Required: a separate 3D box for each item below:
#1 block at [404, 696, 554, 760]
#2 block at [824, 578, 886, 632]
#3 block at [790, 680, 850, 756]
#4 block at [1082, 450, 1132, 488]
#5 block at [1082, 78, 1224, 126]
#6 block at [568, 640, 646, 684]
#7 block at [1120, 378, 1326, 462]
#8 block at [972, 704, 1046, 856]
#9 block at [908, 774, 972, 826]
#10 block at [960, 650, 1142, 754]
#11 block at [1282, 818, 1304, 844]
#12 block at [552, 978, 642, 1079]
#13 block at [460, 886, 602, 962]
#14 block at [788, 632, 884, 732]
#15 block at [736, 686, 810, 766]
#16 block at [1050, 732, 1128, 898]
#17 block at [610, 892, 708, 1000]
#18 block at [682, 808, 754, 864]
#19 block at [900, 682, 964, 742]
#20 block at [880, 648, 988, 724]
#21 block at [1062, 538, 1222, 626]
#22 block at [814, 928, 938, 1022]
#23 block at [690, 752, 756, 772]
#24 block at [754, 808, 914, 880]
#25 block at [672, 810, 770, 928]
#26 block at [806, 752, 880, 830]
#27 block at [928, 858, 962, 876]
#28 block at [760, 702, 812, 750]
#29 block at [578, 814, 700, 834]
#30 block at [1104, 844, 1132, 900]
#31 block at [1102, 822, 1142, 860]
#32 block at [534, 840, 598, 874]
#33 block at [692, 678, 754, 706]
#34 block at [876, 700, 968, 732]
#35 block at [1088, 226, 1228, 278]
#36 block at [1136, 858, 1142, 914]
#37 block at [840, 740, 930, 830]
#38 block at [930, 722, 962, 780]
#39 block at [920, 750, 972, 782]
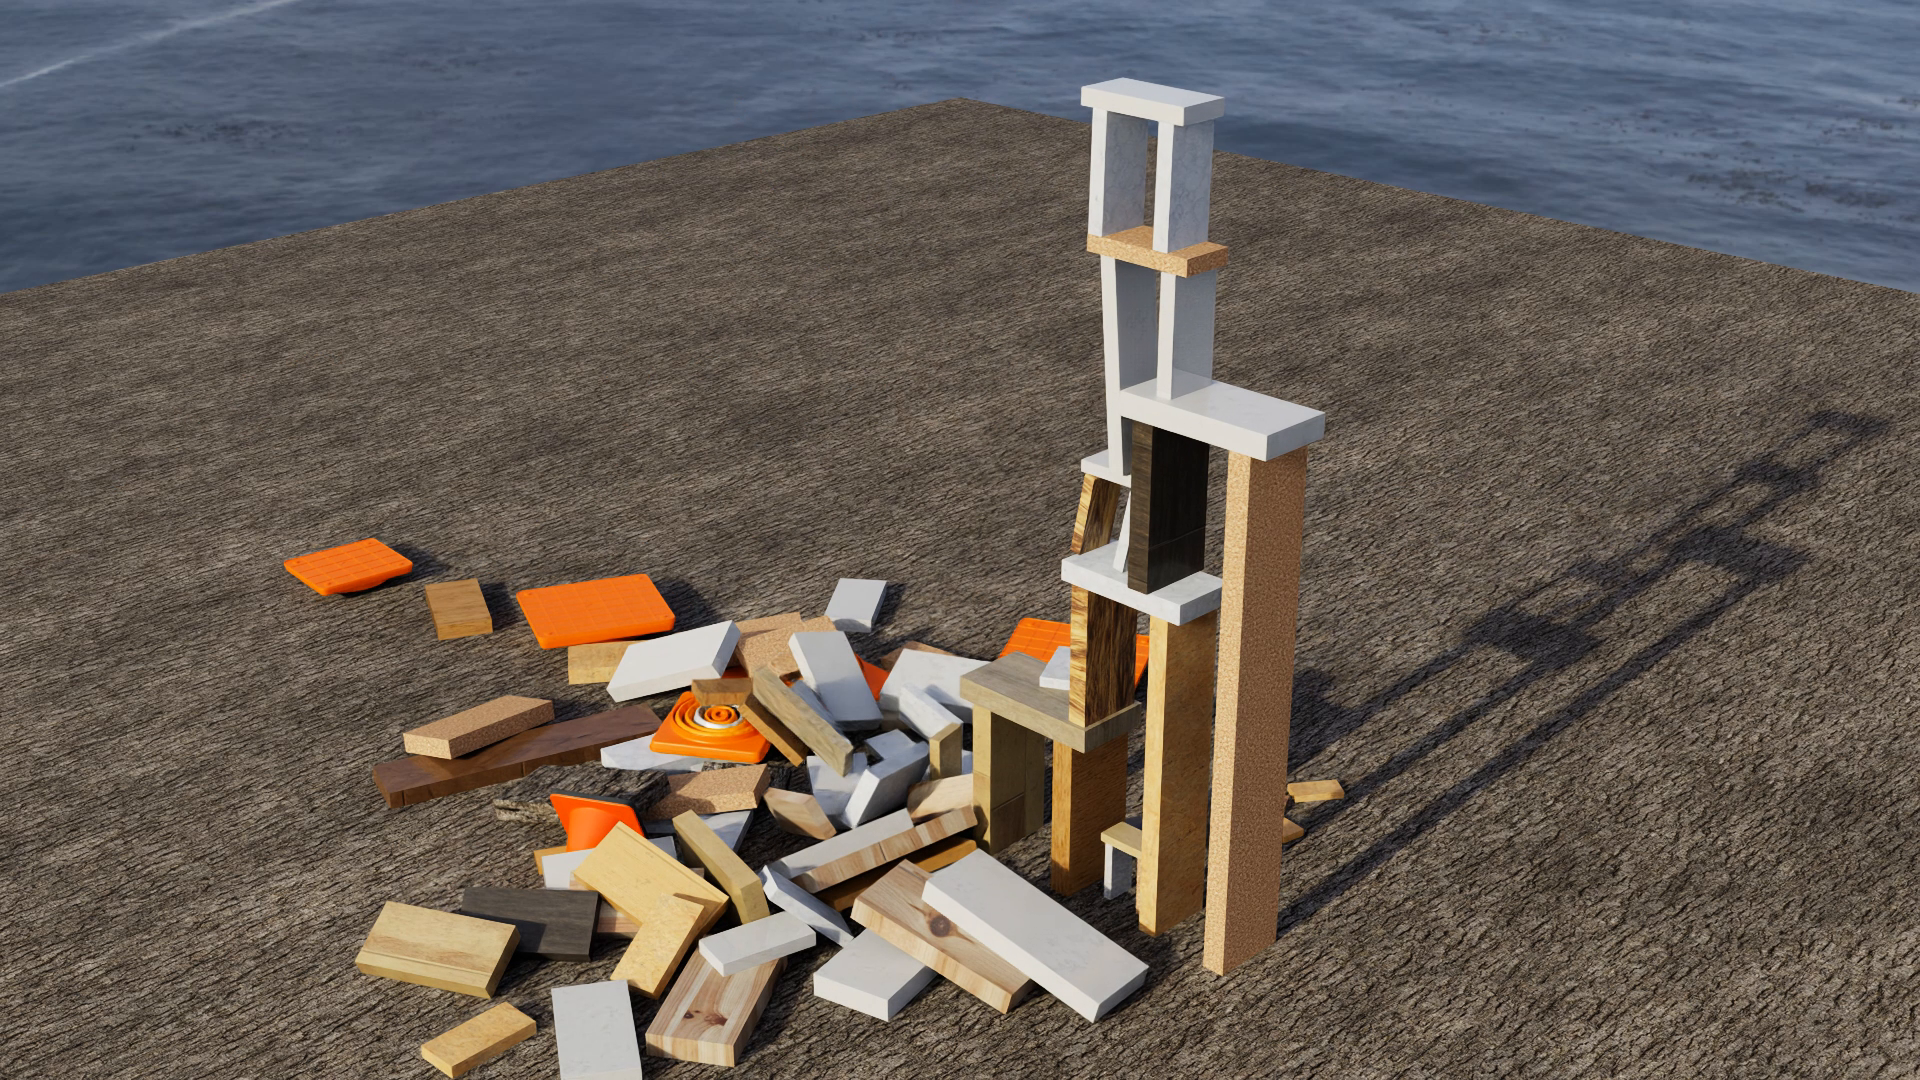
[{"bbox_3d":[-1.026,0.398,4.701,0.145,0.041,0.290,3,15,37],"label":"block"},{"bbox_3d":[-0.254,0.158,5.347,0.116,0.033,0.232,3,23,7],"label":"block"},{"bbox_3d":[-0.312,0.386,4.663,0.025,0.175,0.088,-39,-3,32],"label":"block"},{"bbox_3d":[0.299,-0.122,3.869,0.158,0.022,0.079,21,31,40],"label":"block"},{"bbox_3d":[0.313,-0.715,3.584,0.212,0.030,0.106,21,31,39],"label":"block"},{"bbox_3d":[-0.769,0.278,5.059,0.259,0.037,0.130,-4,23,-8],"label":"block"},{"bbox_3d":[0.434,-0.210,3.663,0.155,0.044,0.311,-21,31,-41],"label":"block"},{"bbox_3d":[0.096,0.443,4.306,0.045,0.320,0.160,20,30,39],"label":"block"},{"bbox_3d":[-0.023,0.518,4.384,0.167,0.024,0.084,-13,59,20],"label":"block"},{"bbox_3d":[0.170,0.303,4.167,0.320,0.045,0.160,21,31,40],"label":"block"},{"bbox_3d":[0.632,0.570,4.397,0.052,0.015,0.104,-15,27,-32],"label":"block"},{"bbox_3d":[-0.618,0.841,3.730,0.131,0.037,0.261,-5,24,-12],"label":"block"},{"bbox_3d":[-0.784,0.698,3.993,0.247,0.035,0.123,2,56,4],"label":"block"},{"bbox_3d":[-0.273,0.308,4.813,0.126,0.036,0.253,0,47,-33],"label":"block"},{"bbox_3d":[-0.390,0.393,4.656,0.175,0.025,0.088,44,24,-9],"label":"block"},{"bbox_3d":[0.246,0.501,4.170,0.045,0.320,0.160,21,31,40],"label":"block"},{"bbox_3d":[-0.535,0.723,3.918,0.093,0.026,0.185,12,53,26],"label":"block"},{"bbox_3d":[-0.475,0.578,4.319,0.096,0.027,0.192,3,23,8],"label":"block"},{"bbox_3d":[-0.062,0.386,4.699,0.026,0.091,0.183,-23,40,-33],"label":"block"},{"bbox_3d":[0.003,0.328,4.819,0.322,0.046,0.161,8,36,17],"label":"block"},{"bbox_3d":[0.328,0.073,3.898,0.138,0.039,0.275,-21,31,-40],"label":"block"},{"bbox_3d":[-0.111,0.745,3.949,0.154,0.044,0.309,13,26,28],"label":"block"},{"bbox_3d":[-0.495,0.480,4.608,0.123,0.017,0.062,-12,26,-26],"label":"block"},{"bbox_3d":[-0.244,0.593,4.208,0.290,0.041,0.145,-18,-9,-36],"label":"block"},{"bbox_3d":[-0.439,0.630,4.085,0.041,0.145,0.290,-25,31,-23],"label":"block"},{"bbox_3d":[-0.242,0.513,4.506,0.124,0.035,0.247,-3,23,-8],"label":"block"},{"bbox_3d":[-0.031,0.652,4.195,0.157,0.022,0.079,-21,31,-40],"label":"block"},{"bbox_3d":[-0.348,0.377,4.691,0.175,0.025,0.088,43,20,-12],"label":"block"},{"bbox_3d":[-0.599,0.564,4.409,0.324,0.017,0.062,1,23,2],"label":"block"},{"bbox_3d":[0.300,0.616,4.157,0.017,0.119,0.059,21,31,41],"label":"block"},{"bbox_3d":[0.328,0.564,4.105,0.119,0.017,0.059,21,31,41],"label":"block"},{"bbox_3d":[-0.763,0.618,4.281,0.123,0.017,0.062,-7,24,-17],"label":"block"},{"bbox_3d":[-0.475,0.326,4.747,0.192,0.027,0.096,-1,15,-20],"label":"block"},{"bbox_3d":[-0.043,0.375,4.841,0.274,0.027,0.096,-4,23,-10],"label":"block"},{"bbox_3d":[0.328,-0.485,3.664,0.214,0.030,0.107,22,31,40],"label":"block"},{"bbox_3d":[0.356,0.638,4.106,0.017,0.119,0.059,21,31,41],"label":"block"},{"bbox_3d":[-0.141,0.486,4.375,0.035,0.124,0.247,34,21,17],"label":"block"},{"bbox_3d":[-0.028,0.463,4.455,0.024,0.167,0.084,14,26,29],"label":"block"},{"bbox_3d":[0.024,0.488,4.565,0.248,0.035,0.124,11,25,24],"label":"block"}]
